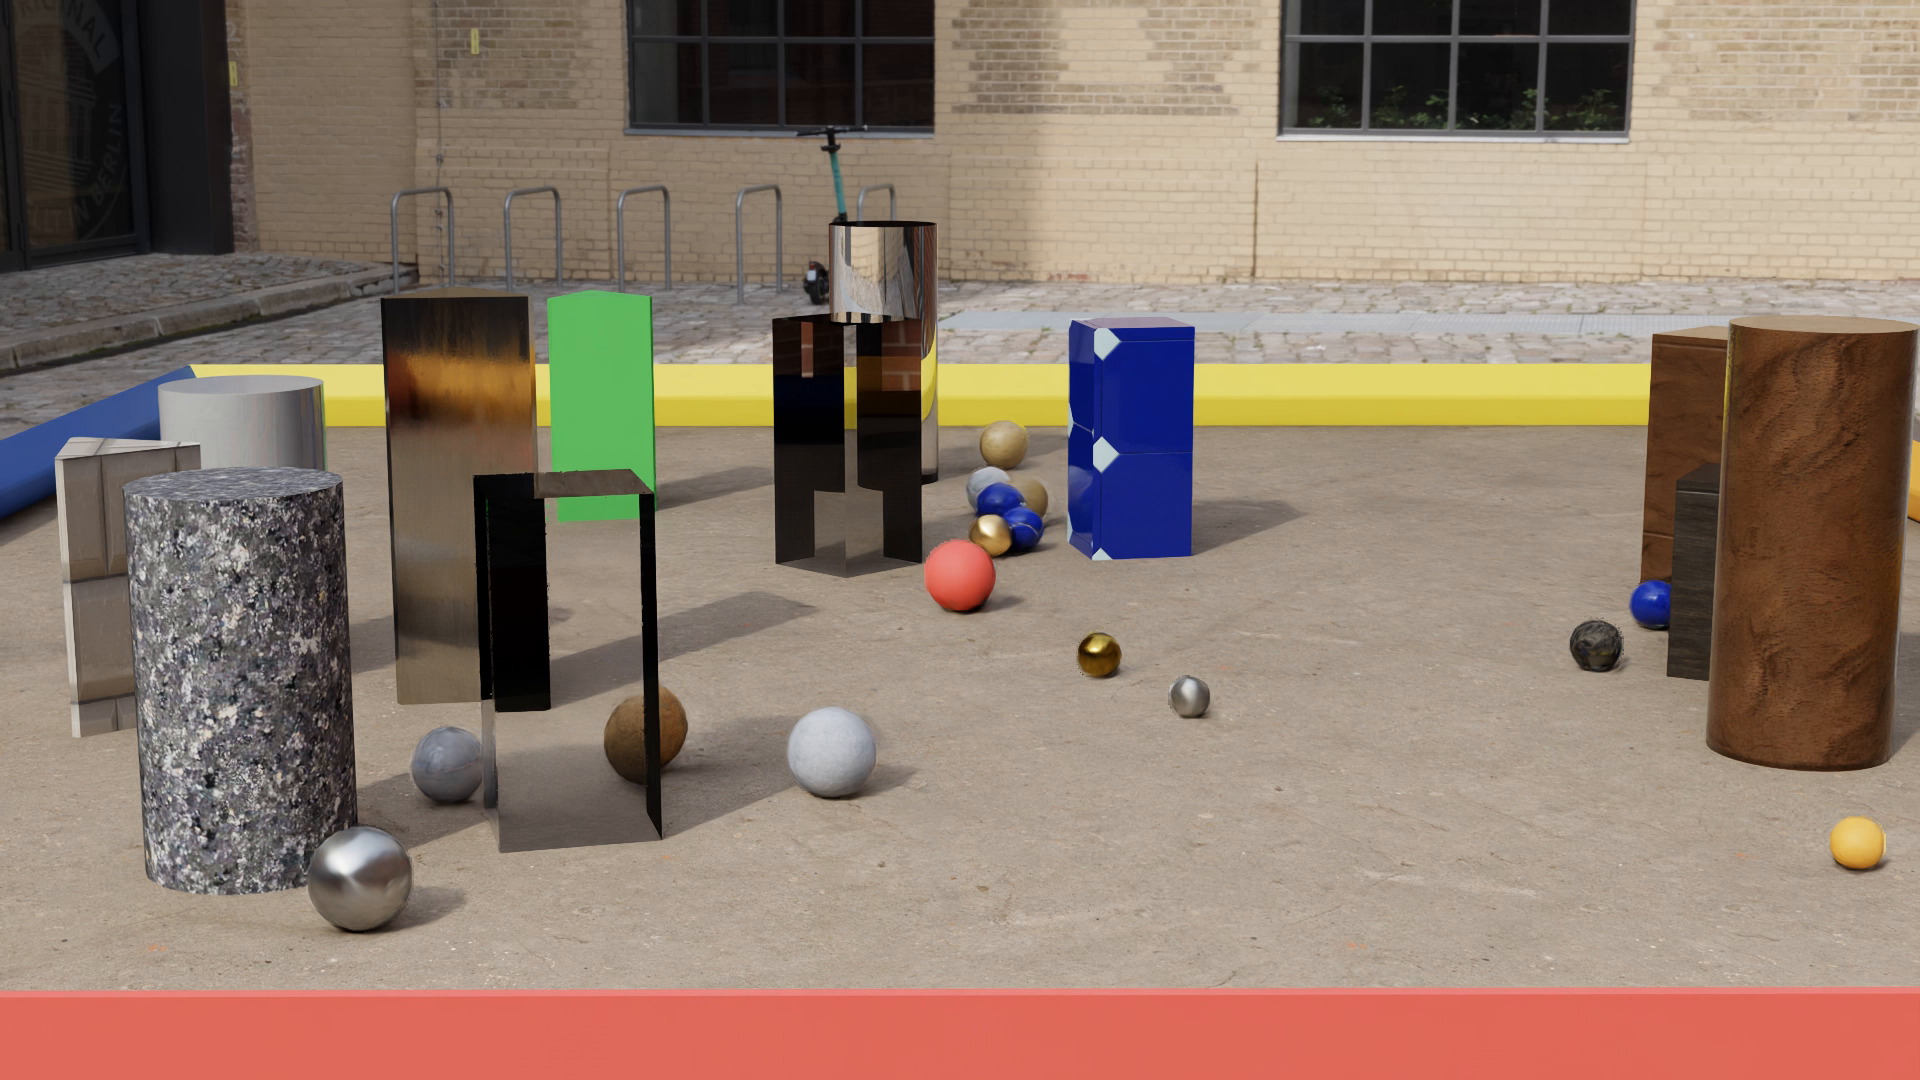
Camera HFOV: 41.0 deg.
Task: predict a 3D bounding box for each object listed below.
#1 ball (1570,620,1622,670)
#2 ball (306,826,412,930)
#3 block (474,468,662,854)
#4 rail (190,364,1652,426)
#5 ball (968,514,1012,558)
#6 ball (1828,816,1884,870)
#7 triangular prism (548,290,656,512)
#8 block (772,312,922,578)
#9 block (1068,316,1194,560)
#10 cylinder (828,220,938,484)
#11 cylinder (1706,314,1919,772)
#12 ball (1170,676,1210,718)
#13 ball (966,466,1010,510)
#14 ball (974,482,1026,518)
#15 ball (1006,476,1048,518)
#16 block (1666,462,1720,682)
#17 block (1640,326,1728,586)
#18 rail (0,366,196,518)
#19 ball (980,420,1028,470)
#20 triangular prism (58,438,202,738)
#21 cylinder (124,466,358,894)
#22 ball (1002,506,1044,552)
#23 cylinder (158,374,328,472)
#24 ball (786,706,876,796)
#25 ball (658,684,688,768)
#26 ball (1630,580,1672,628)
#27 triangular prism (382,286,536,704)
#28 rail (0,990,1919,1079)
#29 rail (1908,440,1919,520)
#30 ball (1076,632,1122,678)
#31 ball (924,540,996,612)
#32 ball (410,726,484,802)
[{"bbox_3d":[0.771,0.127,3.112,0.062,0.062,0.062,0,11,0],"label":"ball"},{"bbox_3d":[-0.510,0.287,2.181,0.088,0.088,0.088,0,11,0],"label":"ball"},{"bbox_3d":[-0.376,0.111,2.455,0.152,0.334,0.152,-3,11,-15],"label":"block"},{"bbox_3d":[-0.010,-0.290,5.177,3.093,0.124,0.045,0,11,0],"label":"rail"},{"bbox_3d":[0.046,-0.006,3.817,0.065,0.065,0.065,0,11,0],"label":"ball"},{"bbox_3d":[0.820,0.277,2.345,0.048,0.048,0.048,0,11,0],"label":"ball"},{"bbox_3d":[-0.597,-0.229,4.231,0.165,0.353,0.143,-3,11,-14],"label":"triangular prism"},{"bbox_3d":[-0.164,-0.143,3.742,0.152,0.361,0.152,10,15,44],"label":"block"},{"bbox_3d":[0.255,-0.155,3.858,0.152,0.344,0.152,-2,11,-12],"label":"block"},{"bbox_3d":[-0.134,-0.329,4.501,0.190,0.449,0.190,0,11,0],"label":"cylinder"},{"bbox_3d":[0.901,-0.001,2.720,0.190,0.457,0.190,0,11,0],"label":"cylinder"},{"bbox_3d":[0.259,0.177,2.890,0.045,0.045,0.045,0,11,0],"label":"ball"},{"bbox_3d":[0.049,-0.079,4.169,0.080,0.080,0.080,0,11,0],"label":"ball"},{"bbox_3d":[0.063,-0.049,4.006,0.081,0.081,0.081,0,11,0],"label":"ball"},{"bbox_3d":[0.100,-0.062,4.077,0.081,0.081,0.081,0,11,0],"label":"ball"},{"bbox_3d":[0.952,0.041,3.090,0.152,0.239,0.152,6,12,28],"label":"block"},{"bbox_3d":[1.006,-0.081,3.364,0.152,0.379,0.152,10,15,44],"label":"block"},{"bbox_3d":[-1.523,0.033,3.441,0.045,0.124,3.561,0,11,0],"label":"rail"},{"bbox_3d":[0.080,-0.173,4.649,0.089,0.089,0.089,0,11,0],"label":"ball"},{"bbox_3d":[-0.954,0.045,2.882,0.165,0.308,0.143,-10,14,-42],"label":"triangular prism"},{"bbox_3d":[-0.652,0.123,2.335,0.190,0.354,0.190,0,11,0],"label":"cylinder"},{"bbox_3d":[0.092,-0.016,3.864,0.068,0.068,0.068,0,11,0],"label":"ball"},{"bbox_3d":[-0.852,-0.012,3.073,0.190,0.350,0.190,0,11,0],"label":"cylinder"},{"bbox_3d":[-0.129,0.212,2.576,0.090,0.090,0.090,0,11,0],"label":"ball"},{"bbox_3d":[-0.331,0.194,2.668,0.094,0.094,0.094,0,11,0],"label":"ball"},{"bbox_3d":[0.906,0.084,3.341,0.063,0.063,0.063,0,11,0],"label":"ball"},{"bbox_3d":[-0.576,-0.056,2.989,0.165,0.467,0.143,-2,11,-9],"label":"triangular prism"},{"bbox_3d":[0.010,0.353,1.722,3.093,0.124,0.045,0,11,0],"label":"rail"},{"bbox_3d":[1.523,0.030,3.458,0.045,0.124,3.561,0,11,0],"label":"rail"},{"bbox_3d":[0.167,0.138,3.078,0.053,0.053,0.053,0,11,0],"label":"ball"},{"bbox_3d":[0.000,0.048,3.444,0.095,0.095,0.095,0,11,0],"label":"ball"},{"bbox_3d":[-0.510,0.224,2.558,0.075,0.075,0.075,0,11,0],"label":"ball"}]
